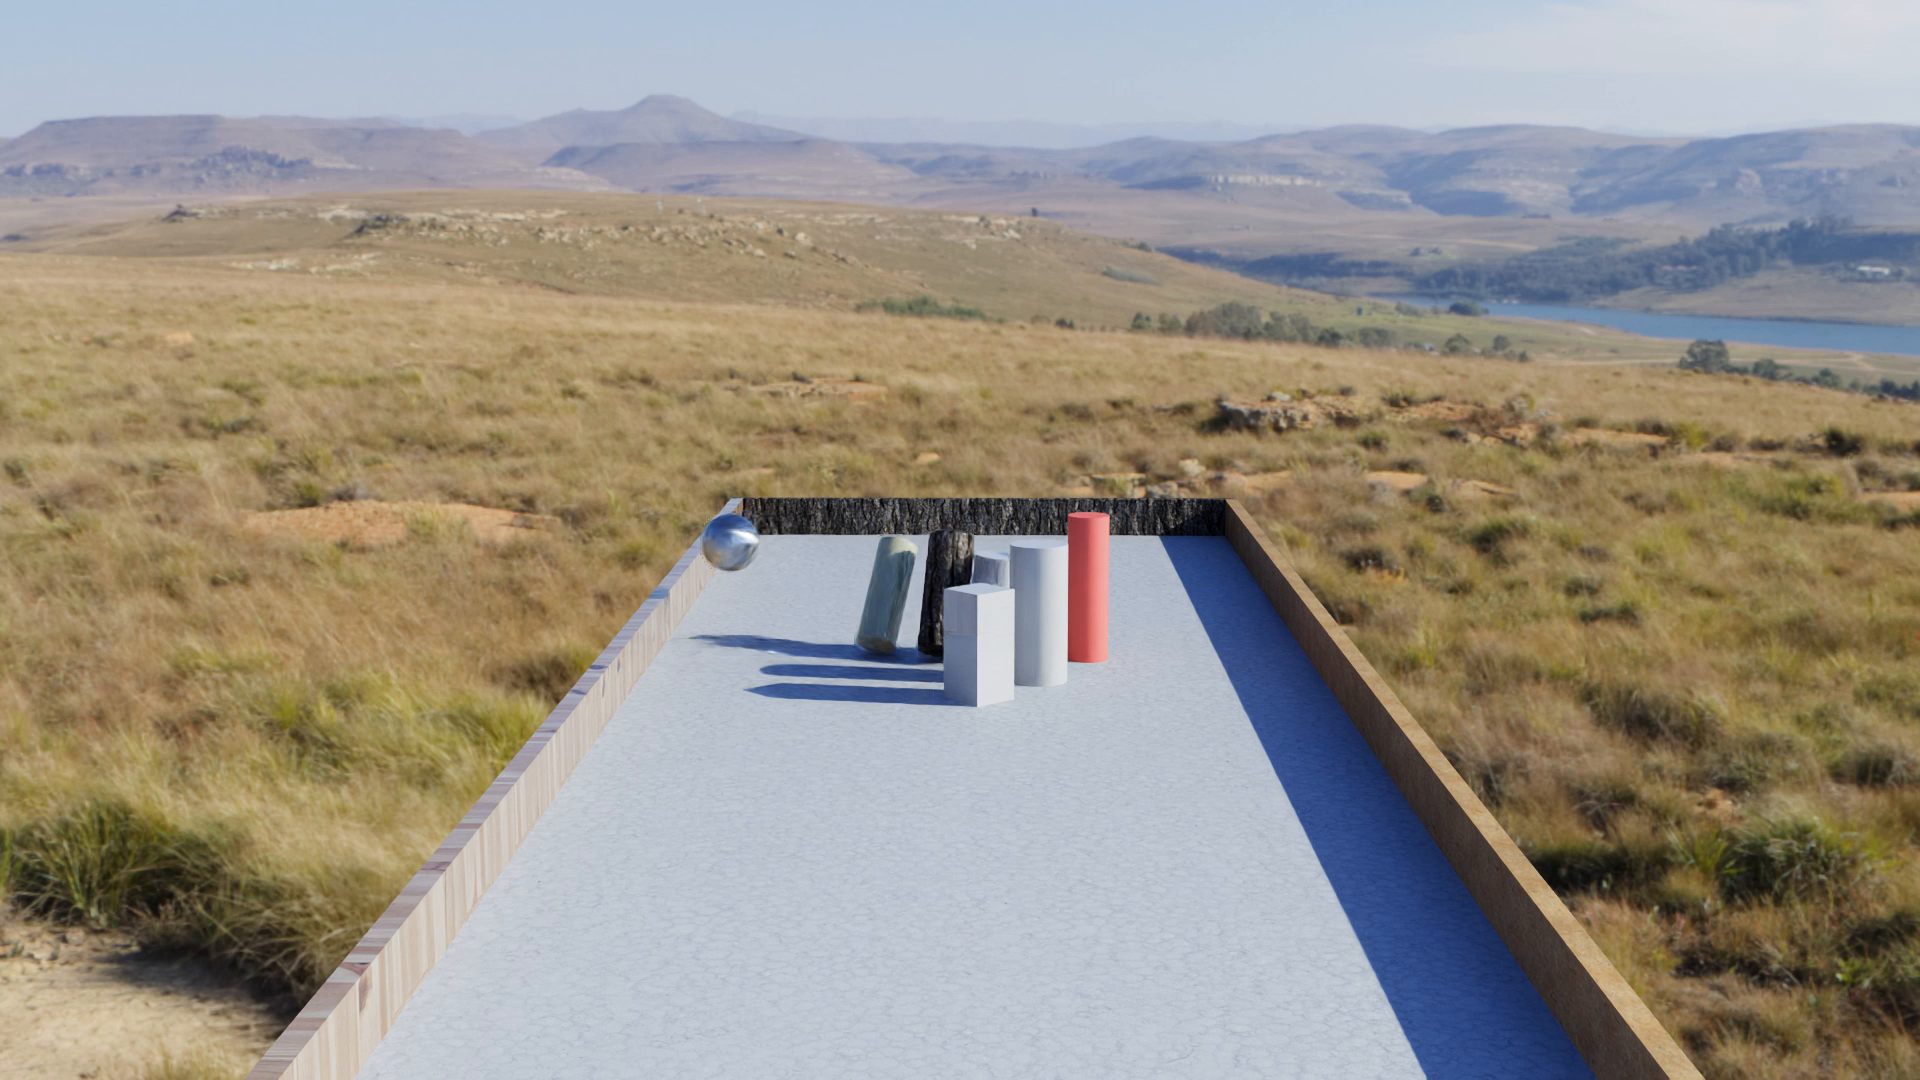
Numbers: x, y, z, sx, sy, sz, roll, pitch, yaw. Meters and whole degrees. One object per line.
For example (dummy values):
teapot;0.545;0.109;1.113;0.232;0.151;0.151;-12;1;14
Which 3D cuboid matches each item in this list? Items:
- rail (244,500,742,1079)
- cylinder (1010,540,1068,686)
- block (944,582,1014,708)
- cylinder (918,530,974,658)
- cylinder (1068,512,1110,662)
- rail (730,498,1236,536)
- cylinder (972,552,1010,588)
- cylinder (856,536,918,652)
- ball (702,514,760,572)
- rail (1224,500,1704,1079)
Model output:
rail;-1.004;0.839;3.234;0.050;0.150;12.000;0;9;1
cylinder;0.228;0.210;6.390;0.171;0.404;0.171;0;9;0
block;0.053;0.292;6.161;0.140;0.315;0.140;-8;12;-42
cylinder;-0.042;0.165;6.727;0.141;0.364;0.141;5;-18;2
cylinder;0.390;0.144;6.688;0.125;0.443;0.125;0;9;0
rail;0.099;-0.098;9.147;2.100;0.150;0.050;0;9;1
cylinder;0.111;0.202;6.683;0.163;0.313;0.163;6;8;-1
cylinder;-0.225;0.169;6.827;0.125;0.342;0.125;10;-25;5
ball;-0.721;0.009;6.909;0.184;0.184;0.184;0;9;0
rail;1.046;0.843;3.208;0.050;0.150;12.000;0;9;1
